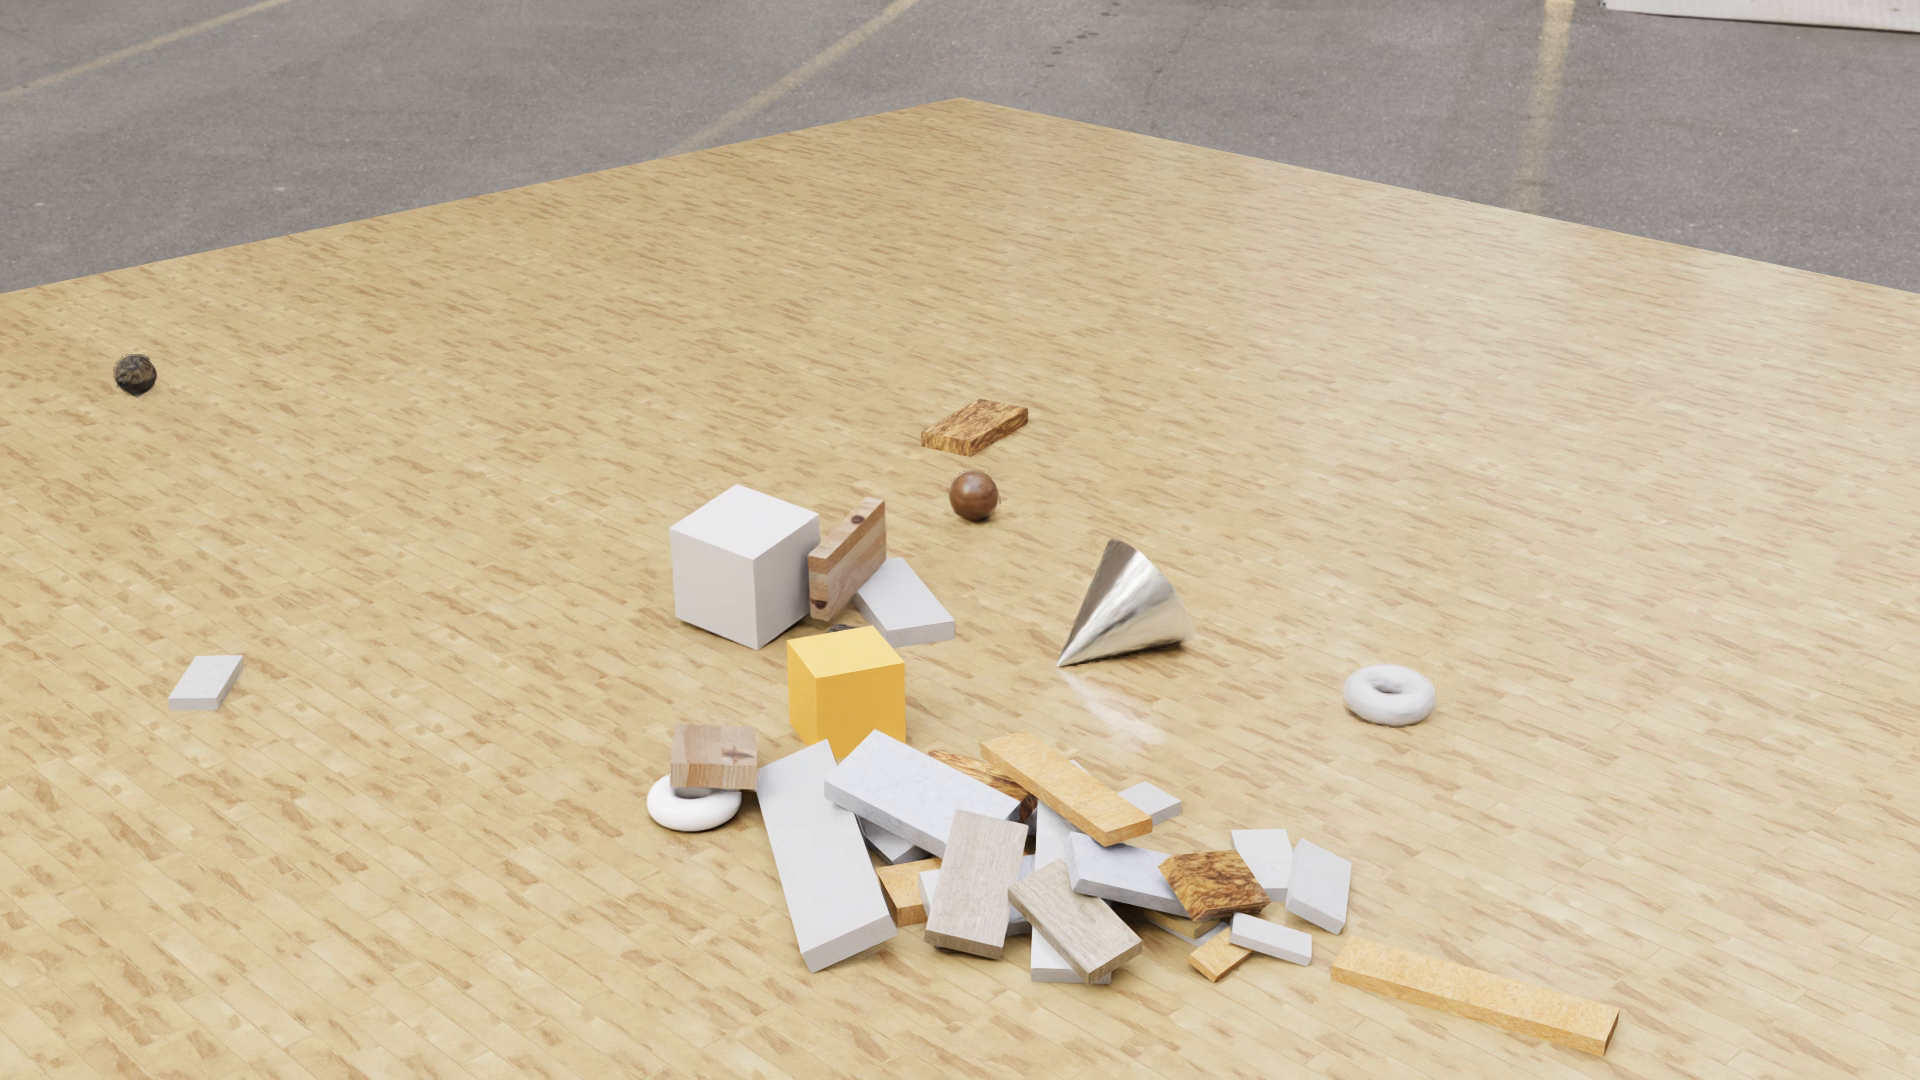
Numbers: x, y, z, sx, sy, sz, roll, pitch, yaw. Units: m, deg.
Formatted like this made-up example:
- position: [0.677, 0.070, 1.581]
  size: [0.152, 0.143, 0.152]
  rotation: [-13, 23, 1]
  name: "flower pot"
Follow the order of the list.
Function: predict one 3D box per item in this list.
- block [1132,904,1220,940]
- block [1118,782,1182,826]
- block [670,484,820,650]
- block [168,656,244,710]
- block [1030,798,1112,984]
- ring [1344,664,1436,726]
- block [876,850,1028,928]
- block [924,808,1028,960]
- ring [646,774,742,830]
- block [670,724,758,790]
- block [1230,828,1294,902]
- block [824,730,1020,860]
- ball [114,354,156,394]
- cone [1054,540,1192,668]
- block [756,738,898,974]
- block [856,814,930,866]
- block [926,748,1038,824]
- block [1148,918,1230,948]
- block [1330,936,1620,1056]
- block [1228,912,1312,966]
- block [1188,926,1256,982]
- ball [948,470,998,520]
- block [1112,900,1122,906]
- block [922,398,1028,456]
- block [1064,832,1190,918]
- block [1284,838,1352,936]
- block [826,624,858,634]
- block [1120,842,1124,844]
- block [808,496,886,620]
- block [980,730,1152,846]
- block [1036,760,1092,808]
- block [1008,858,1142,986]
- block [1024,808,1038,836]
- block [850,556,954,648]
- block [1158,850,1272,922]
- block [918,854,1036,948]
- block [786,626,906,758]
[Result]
- position: [0.398, 0.687, 4.060]
  size: [0.148, 0.021, 0.074]
  rotation: [20, 30, 40]
  name: "block"
- position: [0.333, 0.551, 4.424]
  size: [0.210, 0.030, 0.105]
  rotation: [-18, 29, -36]
  name: "block"
- position: [-0.507, 0.062, 5.233]
  size: [0.250, 0.250, 0.250]
  rotation: [20, 36, 28]
  name: "block"
- position: [-1.700, 0.321, 4.965]
  size: [0.107, 0.030, 0.213]
  rotation: [-1, 23, -1]
  name: "block"
- position: [0.209, 0.632, 4.050]
  size: [0.141, 0.040, 0.424]
  rotation: [1, 41, 4]
  name: "block"
- position: [0.951, 0.342, 4.866]
  size: [0.204, 0.068, 0.204]
  rotation: [1, 26, 0]
  name: "ring"
- position: [0.000, 0.653, 4.169]
  size: [0.293, 0.042, 0.147]
  rotation: [-7, 24, -17]
  name: "block"
- position: [0.031, 0.630, 4.044]
  size: [0.141, 0.040, 0.283]
  rotation: [13, 45, 3]
  name: "block"
- position: [-0.537, 0.524, 4.445]
  size: [0.192, 0.064, 0.192]
  rotation: [-1, 23, 0]
  name: "ring"
- position: [-0.505, 0.443, 4.521]
  size: [0.171, 0.048, 0.342]
  rotation: [3, 8, -6]
  name: "block"
- position: [0.591, 0.627, 4.244]
  size: [0.108, 0.031, 0.216]
  rotation: [-1, 23, -2]
  name: "block"
- position: [-0.074, 0.502, 4.250]
  size: [0.342, 0.048, 0.171]
  rotation: [24, 44, 24]
  name: "block"
- position: [-2.552, -0.511, 6.807]
  size: [0.123, 0.123, 0.123]
  rotation: [0, 23, 0]
  name: "ball"
- position: [0.330, 0.205, 5.107]
  size: [0.296, 0.296, 0.296]
  rotation: [-38, 36, -15]
  name: "cone"
- position: [-0.270, 0.592, 4.230]
  size: [0.171, 0.048, 0.677]
  rotation: [-24, 26, -3]
  name: "block"
- position: [-0.139, 0.543, 4.360]
  size: [0.147, 0.042, 0.293]
  rotation: [-34, 34, -16]
  name: "block"
- position: [0.015, 0.511, 4.383]
  size: [0.293, 0.042, 0.147]
  rotation: [11, 48, 42]
  name: "block"
- position: [0.427, 0.709, 4.062]
  size: [0.074, 0.021, 0.148]
  rotation: [-20, 30, -39]
  name: "block"
- position: [0.898, 0.794, 3.849]
  size: [0.481, 0.031, 0.108]
  rotation: [12, 26, 25]
  name: "block"
- position: [0.563, 0.722, 3.984]
  size: [0.148, 0.021, 0.074]
  rotation: [17, 24, 2]
  name: "block"
- position: [0.472, 0.744, 3.958]
  size: [0.063, 0.018, 0.125]
  rotation: [38, 40, 26]
  name: "block"
- position: [0.037, -0.119, 5.871]
  size: [0.133, 0.133, 0.133]
  rotation: [0, 23, 0]
  name: "ball"
- position: [0.327, 0.656, 4.107]
  size: [0.063, 0.018, 0.125]
  rotation: [-22, -2, -41]
  name: "block"
- position: [0.045, -0.333, 6.486]
  size: [0.167, 0.047, 0.335]
  rotation: [13, 26, 28]
  name: "block"
- position: [0.319, 0.613, 4.015]
  size: [0.257, 0.034, 0.120]
  rotation: [15, 33, -18]
  name: "block"
- position: [0.675, 0.650, 4.138]
  size: [0.108, 0.031, 0.216]
  rotation: [27, 26, 1]
  name: "block"
- position: [-0.284, 0.258, 5.115]
  size: [0.107, 0.030, 0.213]
  rotation: [9, 24, 19]
  name: "block"
- position: [0.250, 0.565, 4.186]
  size: [0.085, 0.024, 0.169]
  rotation: [-16, 38, -15]
  name: "block"
- position: [-0.270, 0.042, 5.324]
  size: [0.047, 0.167, 0.335]
  rotation: [10, 30, 20]
  name: "block"
- position: [0.196, 0.468, 4.180]
  size: [0.105, 0.030, 0.434]
  rotation: [-12, 24, -29]
  name: "block"
- position: [0.167, 0.509, 4.522]
  size: [0.210, 0.030, 0.105]
  rotation: [-11, 25, -24]
  name: "block"
- position: [0.204, 0.681, 3.939]
  size: [0.120, 0.034, 0.239]
  rotation: [-26, 46, -25]
  name: "block"
- position: [0.161, 0.556, 4.340]
  size: [0.085, 0.024, 0.169]
  rotation: [-22, 10, -40]
  name: "block"
- position: [-0.158, 0.149, 5.349]
  size: [0.167, 0.047, 0.403]
  rotation: [-8, 24, -18]
  name: "block"
- position: [0.470, 0.633, 4.042]
  size: [0.239, 0.034, 0.120]
  rotation: [6, 44, -53]
  name: "block"
- position: [0.076, 0.664, 4.075]
  size: [0.283, 0.040, 0.141]
  rotation: [-6, 47, -16]
  name: "block"
- position: [-0.245, 0.329, 4.733]
  size: [0.198, 0.198, 0.198]
  rotation: [-9, 25, -20]
  name: "block"
